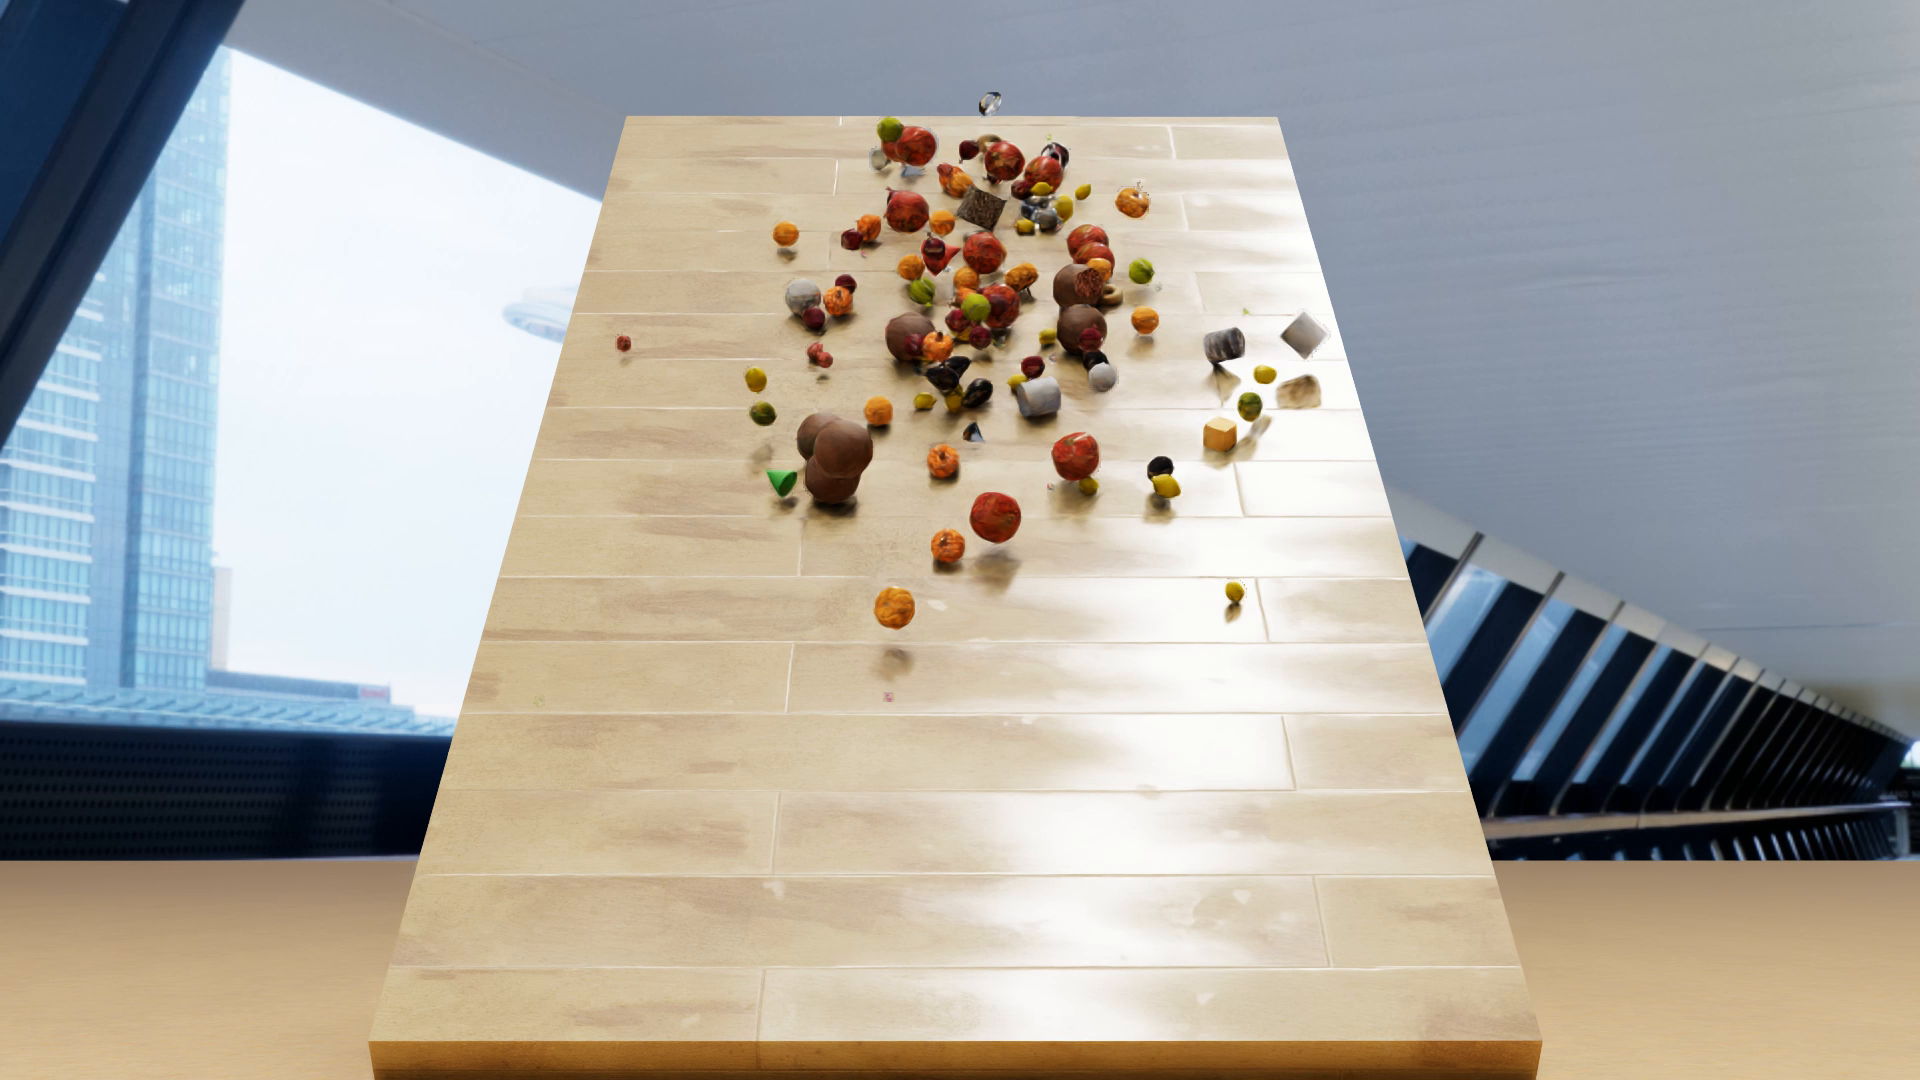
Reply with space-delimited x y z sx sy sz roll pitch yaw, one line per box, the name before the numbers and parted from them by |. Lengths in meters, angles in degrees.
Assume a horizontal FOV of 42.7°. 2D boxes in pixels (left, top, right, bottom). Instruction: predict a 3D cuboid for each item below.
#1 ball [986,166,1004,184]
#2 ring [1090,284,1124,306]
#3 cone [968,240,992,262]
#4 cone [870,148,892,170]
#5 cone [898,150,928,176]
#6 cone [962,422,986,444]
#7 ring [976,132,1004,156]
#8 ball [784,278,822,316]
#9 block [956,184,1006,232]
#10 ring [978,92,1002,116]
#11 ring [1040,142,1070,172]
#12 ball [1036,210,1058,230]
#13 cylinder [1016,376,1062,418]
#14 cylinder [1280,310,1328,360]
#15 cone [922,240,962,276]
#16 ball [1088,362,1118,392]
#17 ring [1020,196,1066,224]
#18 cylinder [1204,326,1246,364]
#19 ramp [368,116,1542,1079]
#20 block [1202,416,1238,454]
ball | 0.102 -1.058 7.118 0.051 0.051 0.051 0 -7 0
ring | 0.388 -0.649 6.502 0.089 0.030 0.089 -2 32 1
cone | 0.042 -0.783 6.709 0.063 0.063 0.063 -9 -12 40
cone | -0.218 -1.113 7.200 0.064 0.064 0.064 -6 -2 39
cone | -0.128 -1.086 7.171 0.078 0.078 0.078 20 -12 -14
cone | 0.042 -0.243 5.816 0.052 0.052 0.052 37 9 24
ring | 0.089 -1.173 7.271 0.084 0.028 0.084 4 -33 3
ball | -0.409 -0.633 6.409 0.097 0.097 0.097 0 -7 0
block | 0.058 -0.919 6.809 0.093 0.093 0.093 22 7 -17
ring | 0.087 -1.260 7.087 0.026 0.079 0.079 45 17 27
ring | 0.277 -1.117 7.169 0.088 0.088 0.029 -2 24 18
ball | 0.244 -0.893 6.850 0.060 0.060 0.060 0 -7 0
cylinder | 0.192 -0.348 5.974 0.085 0.085 0.085 -13 -4 -15
cylinder | 0.864 -0.514 6.162 0.089 0.089 0.089 43 -7 3
cone | -0.036 -0.766 6.549 0.098 0.098 0.098 -20 0 -22
ball | 0.330 -0.376 5.680 0.068 0.068 0.068 0 -7 0
ring | 0.235 -0.932 6.929 0.131 0.044 0.131 2 36 -2
cylinder | 0.666 -0.490 6.180 0.079 0.079 0.079 -12 -13 34
ramp | -0.015 -0.183 5.890 2.000 0.100 4.000 0 33 0
block | 0.621 -0.253 5.858 0.058 0.058 0.058 24 39 32
